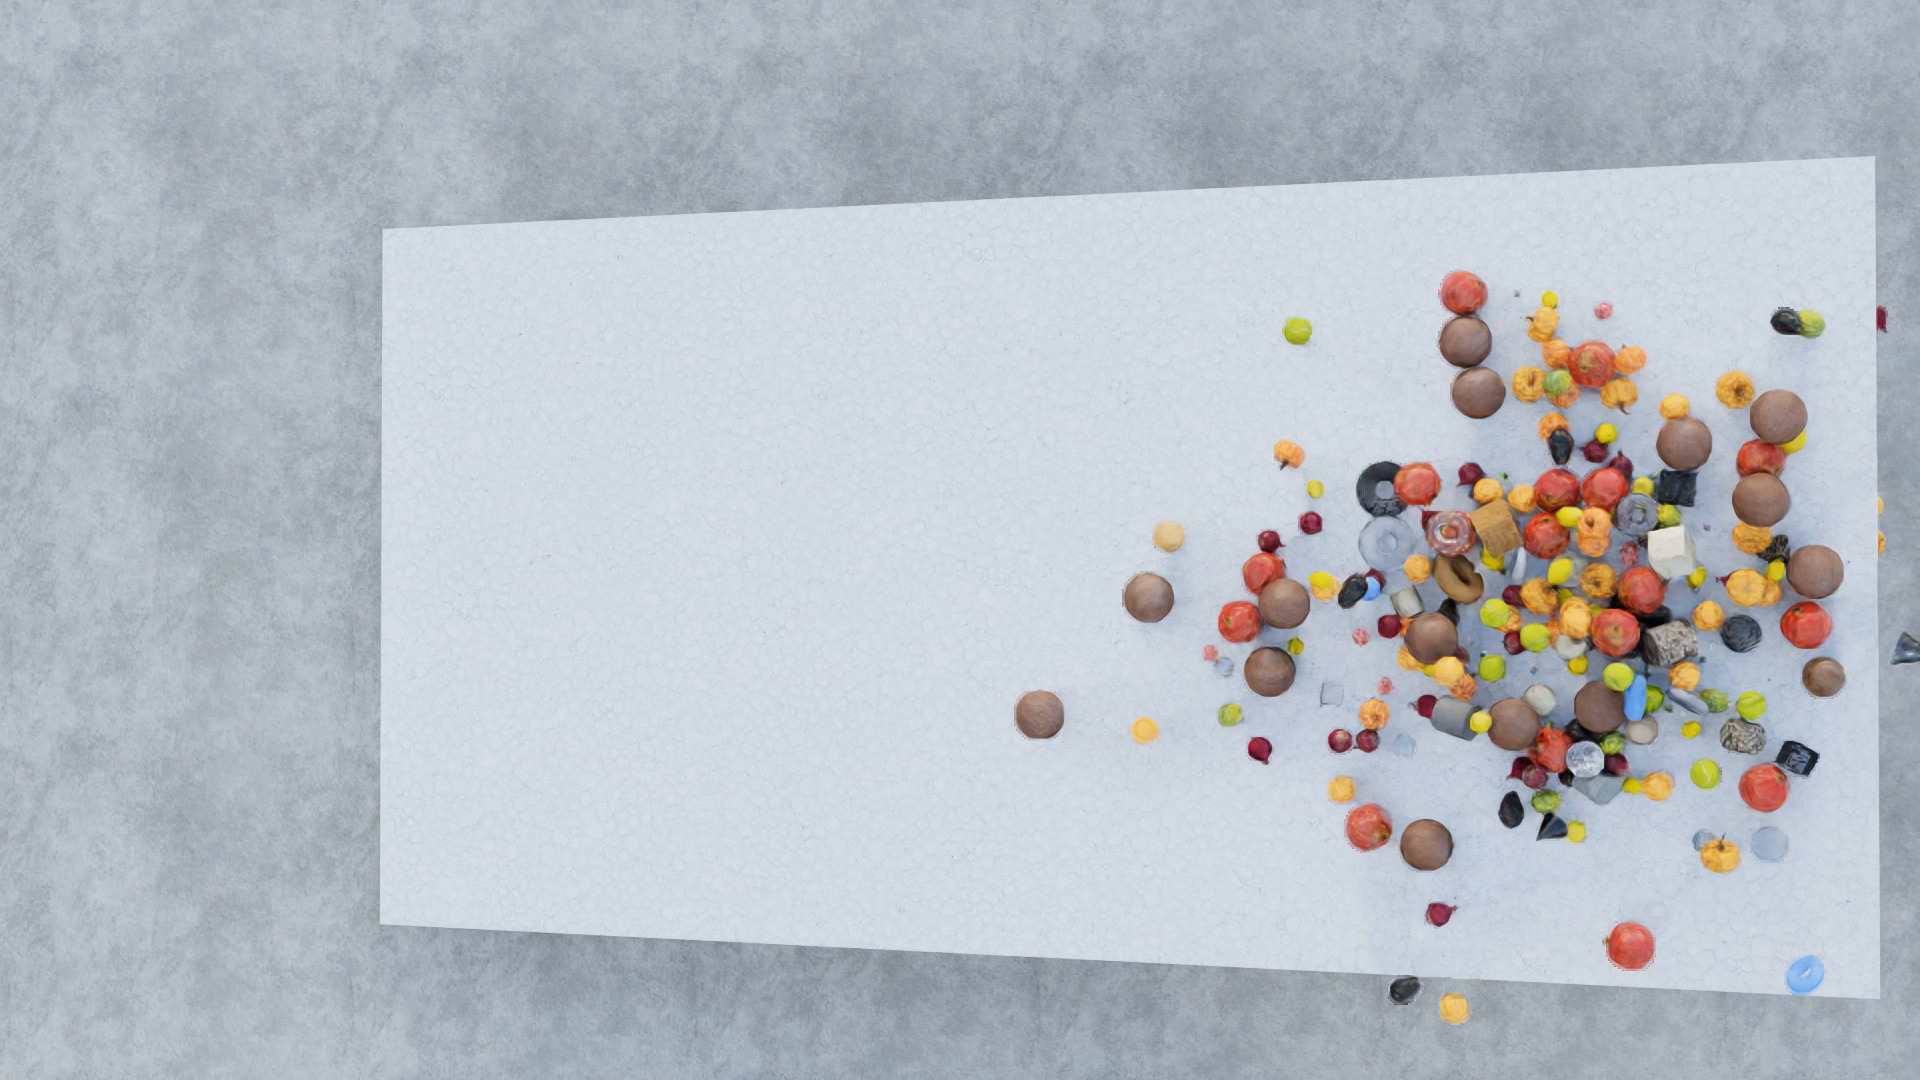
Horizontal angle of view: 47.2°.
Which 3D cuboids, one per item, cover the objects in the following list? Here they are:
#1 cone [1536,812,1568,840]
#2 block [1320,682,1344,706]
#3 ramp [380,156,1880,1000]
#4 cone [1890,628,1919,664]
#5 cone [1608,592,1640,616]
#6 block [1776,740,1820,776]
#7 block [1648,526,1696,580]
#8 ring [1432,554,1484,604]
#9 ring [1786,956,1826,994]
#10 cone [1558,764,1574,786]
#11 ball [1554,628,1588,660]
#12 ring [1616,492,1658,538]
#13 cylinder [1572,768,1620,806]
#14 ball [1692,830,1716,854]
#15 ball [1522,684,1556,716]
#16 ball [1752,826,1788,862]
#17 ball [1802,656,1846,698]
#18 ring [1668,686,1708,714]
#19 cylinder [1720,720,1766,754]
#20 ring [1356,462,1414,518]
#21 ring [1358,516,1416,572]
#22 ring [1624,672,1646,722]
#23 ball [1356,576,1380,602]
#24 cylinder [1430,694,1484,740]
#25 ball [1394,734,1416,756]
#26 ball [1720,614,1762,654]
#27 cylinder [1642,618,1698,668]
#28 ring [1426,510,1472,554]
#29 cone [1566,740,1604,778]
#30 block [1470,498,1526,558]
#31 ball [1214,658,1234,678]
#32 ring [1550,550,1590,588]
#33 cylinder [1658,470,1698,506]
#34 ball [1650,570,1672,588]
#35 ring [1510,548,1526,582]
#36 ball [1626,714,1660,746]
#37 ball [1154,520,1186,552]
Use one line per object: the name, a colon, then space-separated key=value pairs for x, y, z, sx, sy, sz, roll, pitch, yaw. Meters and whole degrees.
cone: x=1.417 y=0.708 z=5.320 sx=0.072 sy=0.072 sz=0.072 roll=-30 pitch=89 yaw=-27
block: x=0.939 y=0.389 z=5.544 sx=0.052 sy=0.052 sz=0.052 roll=6 pitch=91 yaw=16
ramp: x=0.270 y=0.096 z=5.821 sx=4.000 sy=0.100 sz=2.000 roll=0 pitch=89 yaw=16
cone: x=2.396 y=0.283 z=5.509 sx=0.097 sy=0.097 sz=0.097 roll=19 pitch=89 yaw=24
cone: x=1.629 y=0.167 z=5.359 sx=0.066 sy=0.066 sz=0.066 roll=22 pitch=89 yaw=-11
block: x=1.986 y=0.518 z=5.218 sx=0.060 sy=0.060 sz=0.060 roll=29 pitch=87 yaw=-8
block: x=1.694 y=0.029 z=5.230 sx=0.084 sy=0.084 sz=0.084 roll=-12 pitch=49 yaw=32
ring: x=1.230 y=0.093 z=5.426 sx=0.146 sy=0.146 sz=0.049 roll=42 pitch=130 yaw=1
ring: x=1.972 y=1.013 z=5.129 sx=0.032 sy=0.097 sz=0.097 roll=39 pitch=89 yaw=-17
cone: x=1.491 y=0.579 z=5.381 sx=0.053 sy=0.053 sz=0.053 roll=0 pitch=89 yaw=16
ball: x=1.473 y=0.252 z=5.303 sx=0.076 sy=0.076 sz=0.076 roll=0 pitch=89 yaw=0
ring: x=1.623 y=-0.060 z=5.272 sx=0.108 sy=0.036 sz=0.108 roll=-1 pitch=94 yaw=-10
cylinder: x=1.544 y=0.591 z=5.336 sx=0.078 sy=0.078 sz=0.078 roll=-16 pitch=122 yaw=-27
ball: x=1.792 y=0.726 z=5.291 sx=0.055 sy=0.055 sz=0.055 roll=0 pitch=89 yaw=0
ball: x=1.420 y=0.393 z=5.389 sx=0.081 sy=0.081 sz=0.081 roll=0 pitch=89 yaw=0
ball: x=1.928 y=0.724 z=5.236 sx=0.084 sy=0.084 sz=0.084 roll=0 pitch=89 yaw=0
ball: x=2.043 y=0.323 z=5.202 sx=0.097 sy=0.097 sz=0.097 roll=0 pitch=89 yaw=0
ring: x=1.729 y=0.382 z=5.227 sx=0.103 sy=0.103 sz=0.034 roll=30 pitch=91 yaw=0
cylinder: x=1.868 y=0.470 z=5.246 sx=0.075 sy=0.075 sz=0.075 roll=-2 pitch=95 yaw=-29
ring: x=1.066 y=-0.126 z=5.517 sx=0.143 sy=0.048 sz=0.143 roll=-1 pitch=88 yaw=16
ring: x=1.069 y=0.009 z=5.507 sx=0.143 sy=0.048 sz=0.143 roll=2 pitch=98 yaw=15
ring: x=1.608 y=0.374 z=5.234 sx=0.039 sy=0.116 sz=0.116 roll=4 pitch=89 yaw=25
ball: x=1.014 y=0.121 z=5.463 sx=0.062 sy=0.062 sz=0.062 roll=0 pitch=89 yaw=0
cylinder: x=1.209 y=0.432 z=5.346 sx=0.090 sy=0.090 sz=0.090 roll=19 pitch=89 yaw=42
ball: x=1.111 y=0.513 z=5.490 sx=0.056 sy=0.056 sz=0.056 roll=0 pitch=89 yaw=0
ball: x=1.865 y=0.224 z=5.250 sx=0.093 sy=0.093 sz=0.093 roll=0 pitch=89 yaw=0
cylinder: x=1.695 y=0.245 z=5.249 sx=0.094 sy=0.094 sz=0.094 roll=-17 pitch=89 yaw=-2
ring: x=1.185 y=-0.018 z=5.339 sx=0.111 sy=0.037 sz=0.111 roll=-1 pitch=74 yaw=5
cone: x=1.515 y=0.524 z=5.336 sx=0.090 sy=0.090 sz=0.090 roll=1 pitch=95 yaw=13
block: x=1.309 y=-0.029 z=5.359 sx=0.090 sy=0.090 sz=0.090 roll=-28 pitch=121 yaw=13
ball: x=0.674 y=0.326 z=5.621 sx=0.053 sy=0.053 sz=0.053 roll=0 pitch=89 yaw=0
ring: x=1.497 y=0.071 z=5.398 sx=0.093 sy=0.031 sz=0.093 roll=0 pitch=89 yaw=15
cylinder: x=1.731 y=-0.125 z=5.306 sx=0.083 sy=0.083 sz=0.083 roll=6 pitch=89 yaw=17
ball: x=1.699 y=0.089 z=5.329 sx=0.050 sy=0.050 sz=0.050 roll=0 pitch=89 yaw=0
ring: x=1.365 y=0.059 z=5.377 sx=0.029 sy=0.086 sz=0.086 roll=6 pitch=89 yaw=7
ball: x=1.648 y=0.457 z=5.312 sx=0.078 sy=0.078 sz=0.078 roll=0 pitch=89 yaw=0
ball: x=0.538 y=-0.009 z=5.651 sx=0.081 sy=0.081 sz=0.081 roll=0 pitch=89 yaw=0
